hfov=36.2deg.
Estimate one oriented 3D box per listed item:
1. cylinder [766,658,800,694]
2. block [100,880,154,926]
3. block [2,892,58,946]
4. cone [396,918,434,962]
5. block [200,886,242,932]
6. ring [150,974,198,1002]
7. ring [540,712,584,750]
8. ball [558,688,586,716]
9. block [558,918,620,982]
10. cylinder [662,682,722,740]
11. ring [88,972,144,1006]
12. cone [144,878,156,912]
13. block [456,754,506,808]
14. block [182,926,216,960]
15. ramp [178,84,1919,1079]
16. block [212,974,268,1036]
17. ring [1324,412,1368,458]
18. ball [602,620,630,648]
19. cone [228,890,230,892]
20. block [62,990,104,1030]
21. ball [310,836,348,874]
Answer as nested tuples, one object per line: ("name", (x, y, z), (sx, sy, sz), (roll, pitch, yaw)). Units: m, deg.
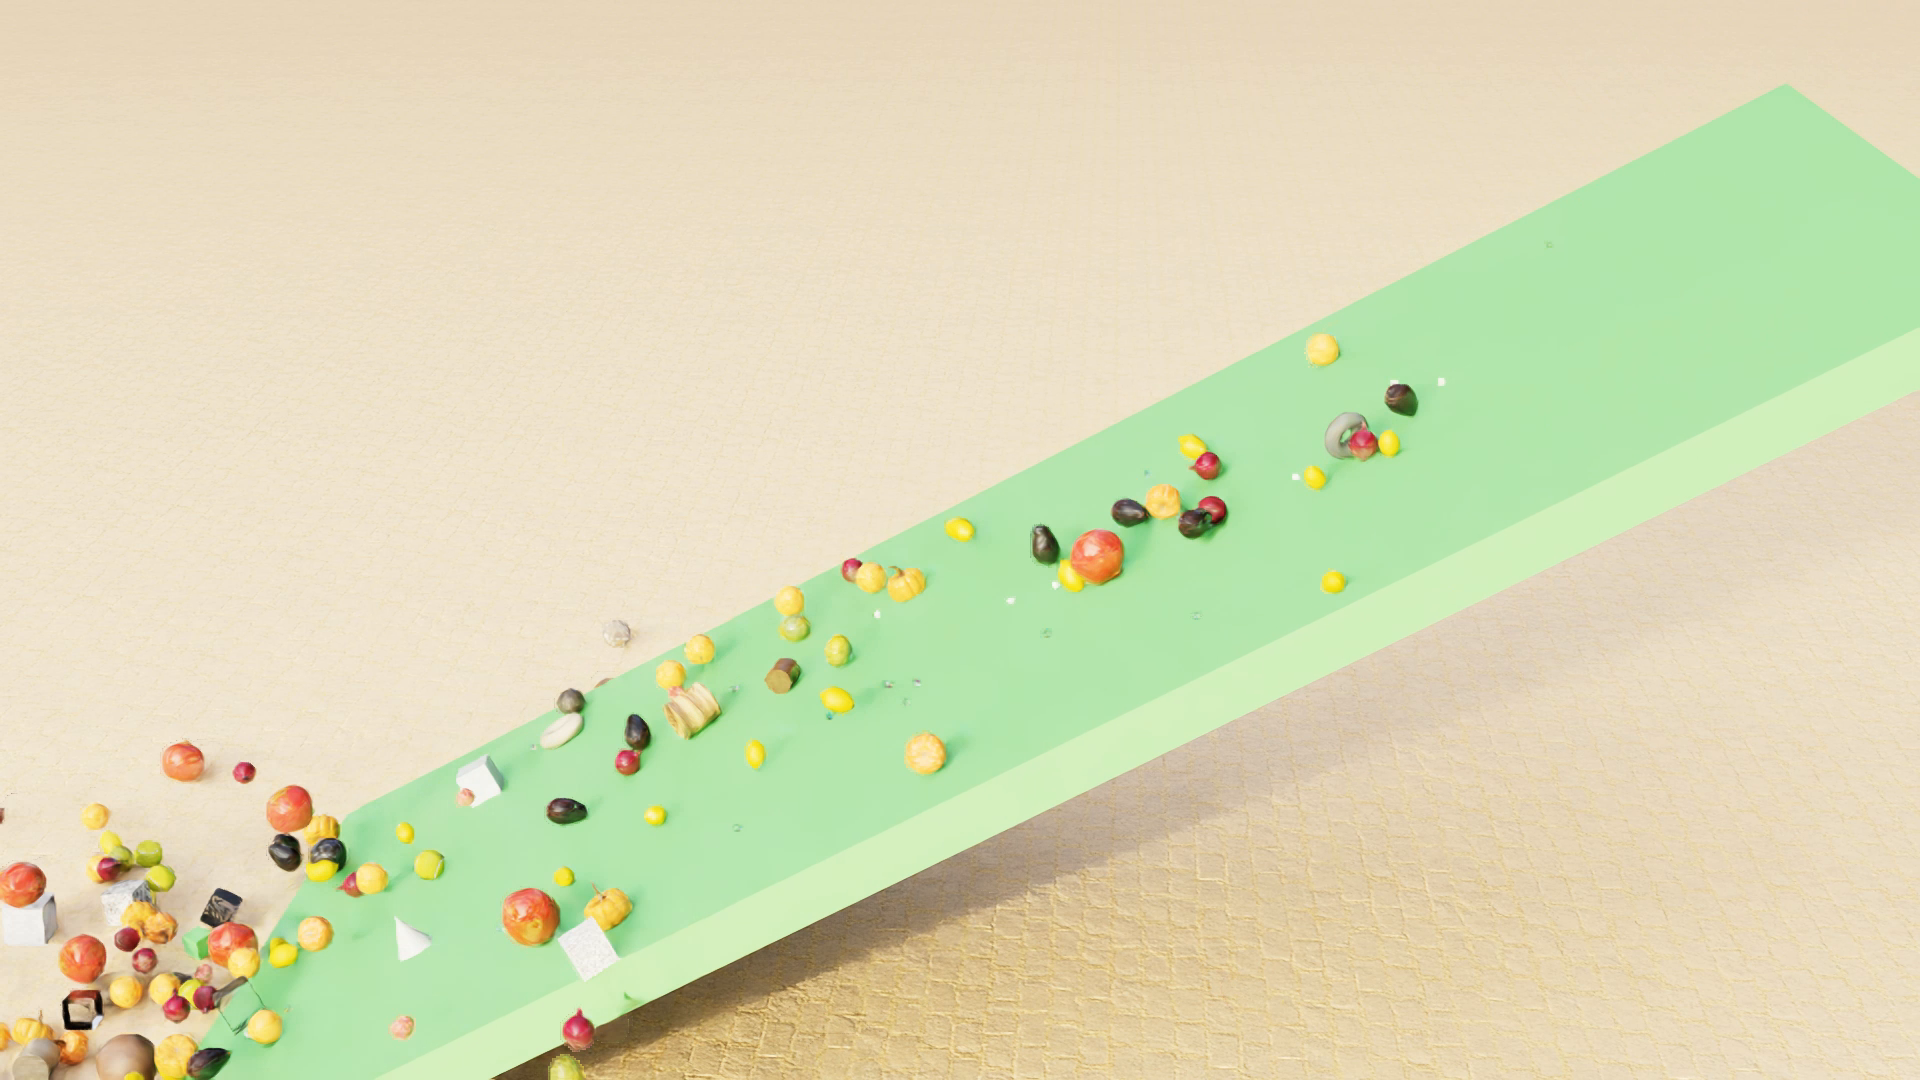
("cylinder", (-0.394, 0.301, 6.539), (0.062, 0.062, 0.062), (5, 26, 16))
("block", (-2.030, 0.885, 7.175), (0.083, 0.083, 0.083), (-5, 16, 14))
("block", (-2.241, 0.913, 7.087), (0.096, 0.096, 0.096), (0, 18, 1))
("cone", (-1.167, 0.827, 6.189), (0.084, 0.084, 0.084), (-28, 14, 8))
("block", (-1.793, 0.896, 7.138), (0.066, 0.066, 0.066), (28, 19, -6))
("ring", (-1.819, 1.035, 6.803), (0.109, 0.036, 0.109), (0, 18, 0))
("ring", (-0.967, 0.465, 7.146), (0.122, 0.041, 0.122), (-31, 15, 9))
("ball", (-0.964, 0.403, 7.296), (0.070, 0.070, 0.070), (0, 18, 0))
("block", (-0.694, 0.763, 5.490), (0.077, 0.077, 0.077), (-32, 14, -10))
("cylinder", (-0.600, 0.382, 6.587), (0.094, 0.094, 0.094), (-36, 33, -23))
("ring", (-1.950, 1.035, 6.787), (0.130, 0.043, 0.130), (-5, 16, 1))
("cone", (-2.001, 0.890, 7.248), (0.080, 0.080, 0.080), (-15, 56, -39))
("block", (-1.147, 0.575, 7.037), (0.080, 0.080, 0.080), (-29, 14, 4))
("block", (-1.809, 0.958, 6.994), (0.051, 0.051, 0.051), (15, 34, 33))
("ramp", (0.141, 0.167, 6.282), (4.000, 0.100, 2.000), (-27, 14, 11))
("block", (-1.555, 1.002, 6.348), (0.083, 0.083, 0.083), (-33, 14, -13))
("ring", (0.777, -0.211, 5.912), (0.104, 0.104, 0.035), (-11, 34, -31))
("ball", (-1.058, 0.290, 9.062), (0.086, 0.086, 0.086), (0, 18, 0))
("cone", (-1.816, 0.885, 7.207), (0.052, 0.052, 0.052), (18, 4, 44))
("block", (-1.986, 1.064, 6.659), (0.067, 0.067, 0.067), (1, 18, 5))
("ball", (-1.524, 0.763, 7.105), (0.091, 0.091, 0.091), (0, 18, 0))
